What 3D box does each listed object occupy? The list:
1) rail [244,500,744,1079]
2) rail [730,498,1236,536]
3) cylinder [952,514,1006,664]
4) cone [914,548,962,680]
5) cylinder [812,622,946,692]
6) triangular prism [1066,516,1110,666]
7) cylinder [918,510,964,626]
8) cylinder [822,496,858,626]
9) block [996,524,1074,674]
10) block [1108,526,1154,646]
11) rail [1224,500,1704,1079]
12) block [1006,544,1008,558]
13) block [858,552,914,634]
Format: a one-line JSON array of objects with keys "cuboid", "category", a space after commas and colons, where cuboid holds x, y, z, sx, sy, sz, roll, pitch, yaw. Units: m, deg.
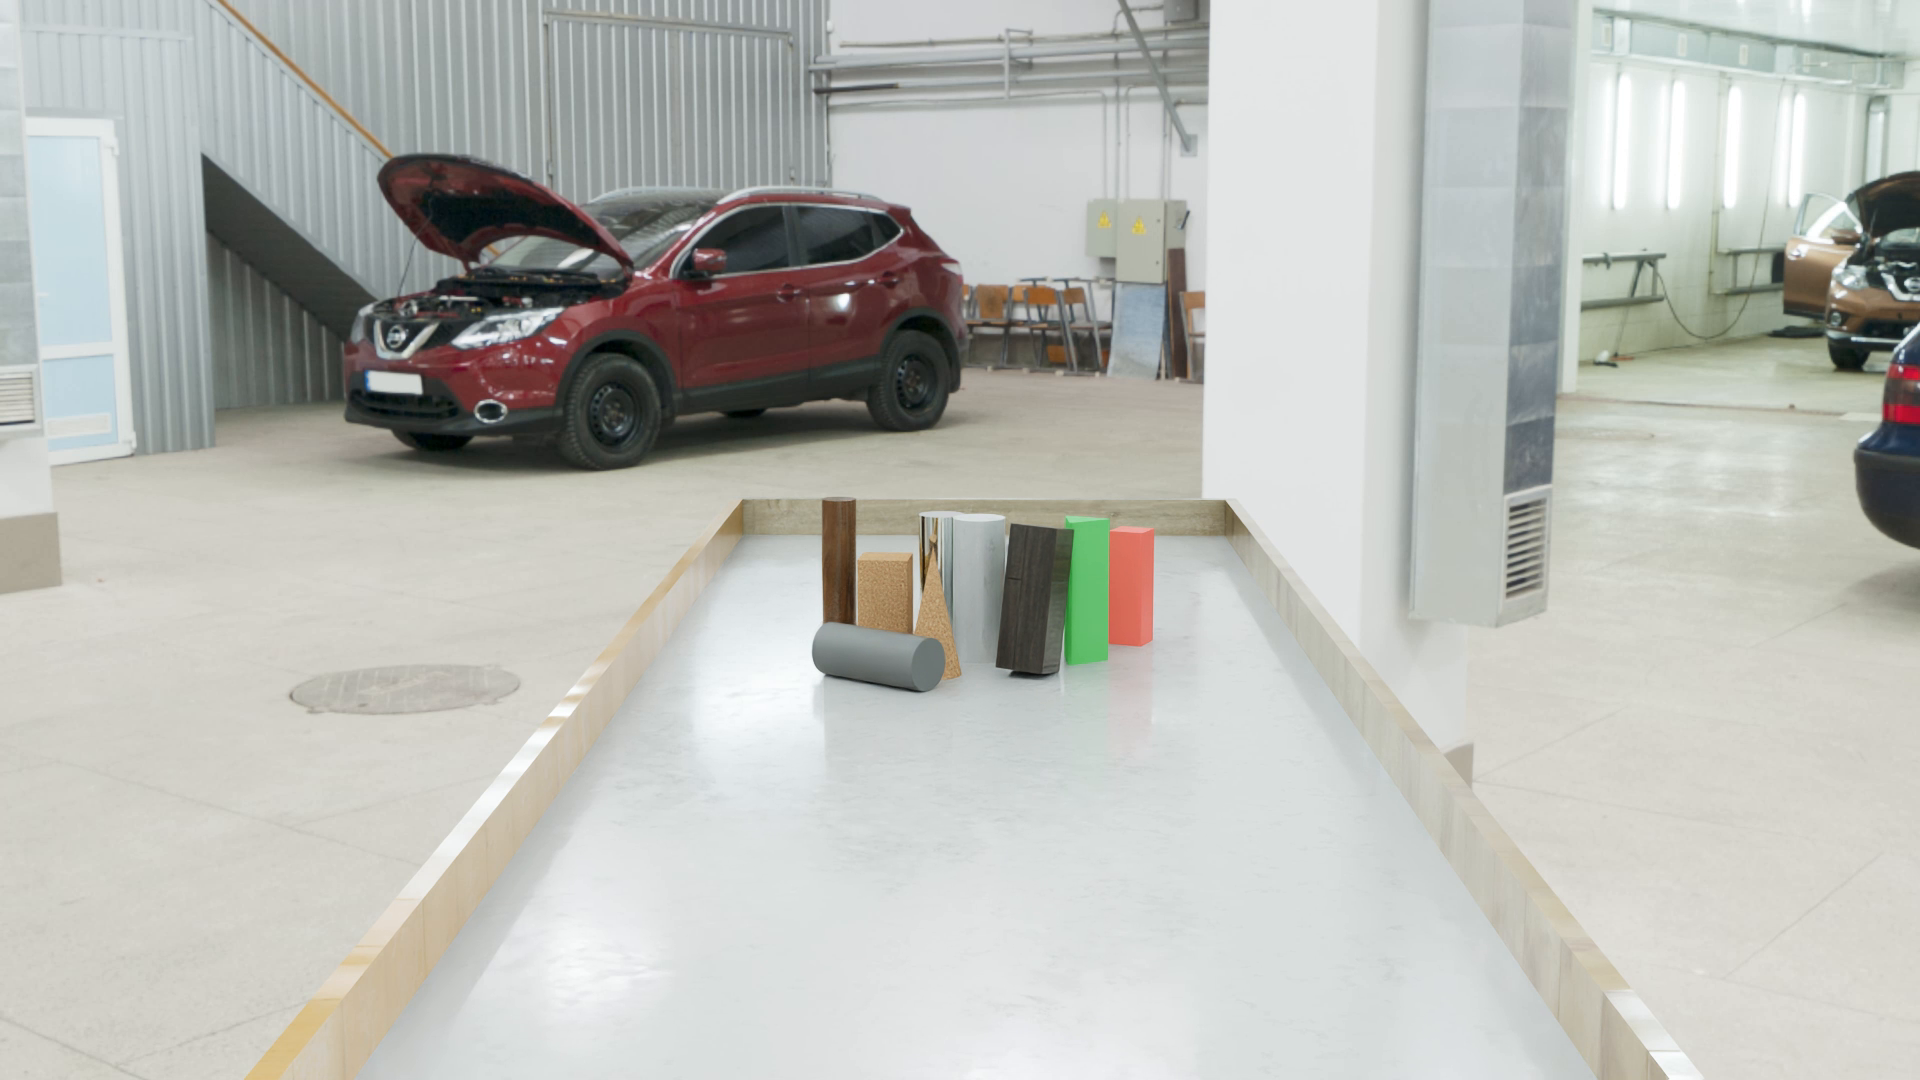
[{"cuboid": [-1.004, 0.839, 3.234, 0.050, 0.150, 12.000, 0, 9, 1], "category": "rail"}, {"cuboid": [0.099, -0.098, 9.147, 2.100, 0.150, 0.050, 0, 9, 1], "category": "rail"}, {"cuboid": [0.058, 0.146, 6.699, 0.161, 0.434, 0.161, 0, 9, 0], "category": "cylinder"}, {"cuboid": [-0.078, 0.208, 6.475, 0.167, 0.383, 0.167, 0, 9, 0], "category": "cone"}, {"cuboid": [-0.239, 0.337, 6.389, 0.381, 0.155, 0.155, 7, 11, 38], "category": "cylinder"}, {"cuboid": [0.357, 0.149, 6.681, 0.144, 0.435, 0.125, -6, 11, -32], "category": "triangular prism"}, {"cuboid": [-0.057, 0.122, 6.931, 0.145, 0.410, 0.145, 0, 9, 0], "category": "cylinder"}, {"cuboid": [-0.382, 0.095, 6.953, 0.109, 0.455, 0.109, 0, 9, 0], "category": "cylinder"}, {"cuboid": [0.222, 0.171, 6.492, 0.147, 0.426, 0.147, 7, 2, 23], "category": "block"}, {"cuboid": [0.540, 0.145, 6.942, 0.110, 0.360, 0.110, 4, 10, 24], "category": "block"}, {"cuboid": [1.046, 0.843, 3.208, 0.050, 0.150, 12.000, 0, 9, 1], "category": "rail"}, {"cuboid": [0.226, 0.177, 6.917, 0.163, 0.305, 0.163, 0, 9, 1], "category": "block"}, {"cuboid": [-0.227, 0.205, 6.717, 0.152, 0.313, 0.152, 1, 9, 5], "category": "block"}]
